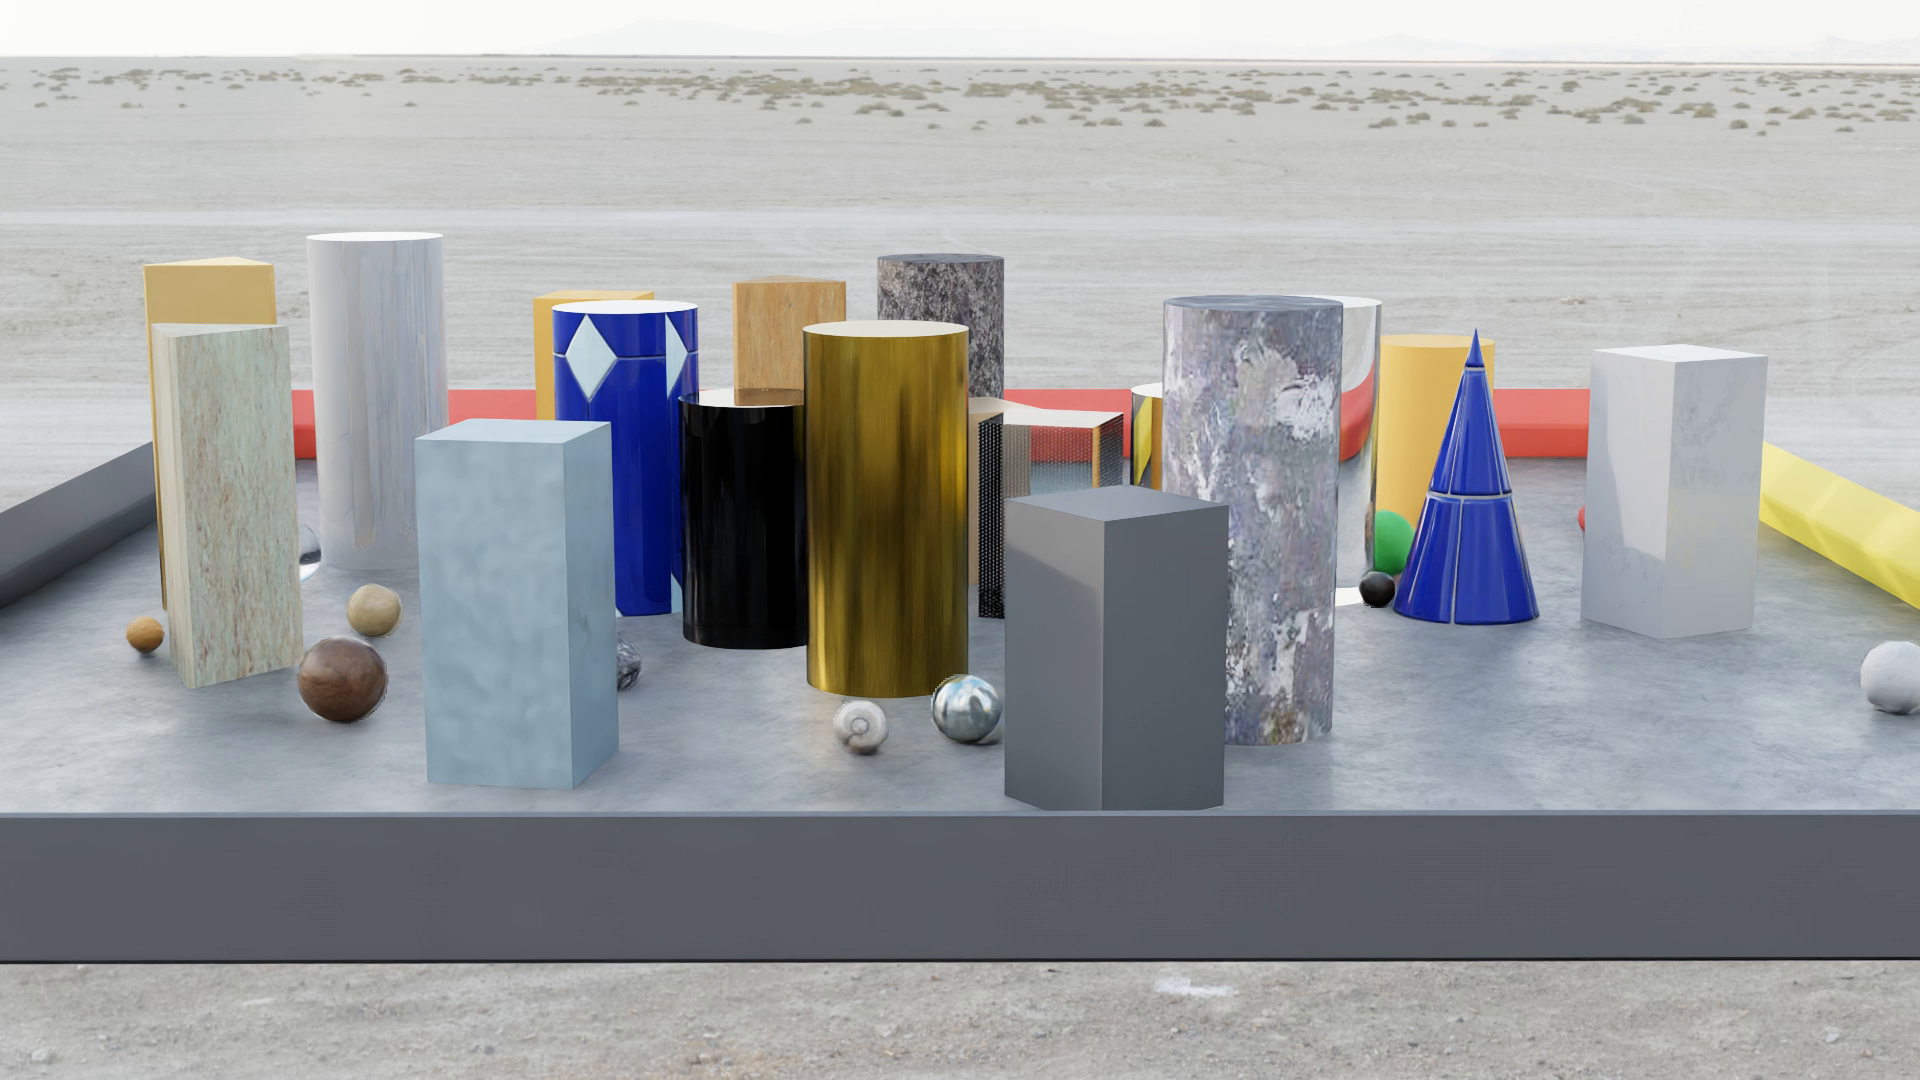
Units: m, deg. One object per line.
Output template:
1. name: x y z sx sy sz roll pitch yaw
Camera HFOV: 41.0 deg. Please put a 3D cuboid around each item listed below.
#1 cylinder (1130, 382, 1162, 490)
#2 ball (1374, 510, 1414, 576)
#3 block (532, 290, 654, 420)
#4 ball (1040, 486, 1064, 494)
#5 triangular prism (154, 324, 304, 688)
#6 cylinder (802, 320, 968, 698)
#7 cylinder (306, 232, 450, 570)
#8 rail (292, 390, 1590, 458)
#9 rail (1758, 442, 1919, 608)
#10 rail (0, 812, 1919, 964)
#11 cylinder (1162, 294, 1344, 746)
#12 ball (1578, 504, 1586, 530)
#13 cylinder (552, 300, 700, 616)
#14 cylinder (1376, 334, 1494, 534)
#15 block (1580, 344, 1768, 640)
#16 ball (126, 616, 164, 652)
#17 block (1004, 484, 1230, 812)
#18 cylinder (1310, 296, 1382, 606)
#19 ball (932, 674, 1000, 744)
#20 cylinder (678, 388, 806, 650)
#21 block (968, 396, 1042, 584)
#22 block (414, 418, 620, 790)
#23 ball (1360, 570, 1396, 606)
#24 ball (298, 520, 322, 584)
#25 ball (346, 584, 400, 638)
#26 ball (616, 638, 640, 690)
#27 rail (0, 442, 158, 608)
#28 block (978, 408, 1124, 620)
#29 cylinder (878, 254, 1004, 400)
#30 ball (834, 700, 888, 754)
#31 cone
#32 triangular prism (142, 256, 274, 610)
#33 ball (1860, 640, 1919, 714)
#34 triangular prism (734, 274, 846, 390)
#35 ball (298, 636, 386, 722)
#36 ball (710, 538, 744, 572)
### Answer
1. cylinder: 0.313 -0.030 3.261 0.195 0.321 0.195 0 11 0
2. ball: 0.606 0.005 3.680 0.097 0.097 0.097 0 11 0
3. block: -0.584 -0.214 4.135 0.156 0.363 0.156 1 11 8
4. ball: 0.136 -0.041 3.959 0.086 0.086 0.086 0 11 0
5. triangular prism: -0.917 -0.050 3.103 0.146 0.416 0.169 8 13 36
6. cylinder: -0.087 -0.041 3.042 0.195 0.421 0.195 0 11 0
7. cylinder: -0.855 -0.209 3.792 0.195 0.478 0.195 0 11 0
8. rail: -0.008 -0.215 4.780 2.601 0.126 0.045 0 11 0
9. rail: 1.277 0.031 3.456 0.045 0.126 2.755 0 11 0
10. rail: 0.008 0.280 2.118 2.601 0.126 0.045 0 11 0
11. cylinder: 0.318 -0.026 2.829 0.195 0.471 0.195 0 11 0
12. ball: 0.994 -0.034 4.005 0.057 0.057 0.057 0 11 0
13. cylinder: -0.450 -0.114 3.482 0.195 0.405 0.195 0 11 0
14. cylinder: 0.732 -0.161 4.015 0.195 0.303 0.195 0 11 0
15. block: 0.932 -0.067 3.358 0.156 0.357 0.156 -5 12 -27
16. ball: -1.021 0.118 3.216 0.045 0.045 0.045 0 11 0
17. block: 0.154 0.112 2.544 0.156 0.303 0.156 -7 13 -35
18. cylinder: 0.479 -0.127 3.546 0.195 0.406 0.195 0 11 0
19. ball: 0.007 0.183 2.784 0.075 0.075 0.075 0 11 0
20. cylinder: -0.261 -0.031 3.298 0.195 0.308 0.195 0 11 0
21. block: 0.010 -0.072 3.698 0.156 0.244 0.156 -6 12 -28
22. block: -0.457 0.062 2.665 0.156 0.356 0.156 2 11 10
23. ball: 0.567 0.066 3.486 0.049 0.049 0.049 0 11 0
24. ball: -0.950 0.018 3.624 0.094 0.094 0.094 0 11 0
25. ball: -0.755 0.091 3.300 0.068 0.068 0.068 0 11 0
26. ball: -0.407 0.146 3.015 0.063 0.063 0.063 0 11 0
27. rail: -1.277 0.034 3.442 0.045 0.126 2.755 0 11 0
28. block: 0.123 -0.035 3.446 0.156 0.262 0.156 3 11 18
29. cylinder: -0.030 -0.218 3.960 0.195 0.434 0.195 0 11 0
30. ball: -0.105 0.200 2.742 0.057 0.057 0.057 0 11 0
31. cone: 0.681 -0.093 3.422 0.195 0.385 0.195 0 11 0
32. triangular prism: -0.998 -0.148 3.503 0.169 0.464 0.146 -1 11 -3
33. ball: 1.065 0.156 2.911 0.083 0.083 0.083 0 11 0
34. triangular prism: -0.268 -0.205 3.981 0.169 0.401 0.146 -2 11 -8
35. ball: -0.692 0.155 2.875 0.097 0.097 0.097 0 11 0
36. ball: -0.339 0.022 3.723 0.048 0.048 0.048 0 11 0
